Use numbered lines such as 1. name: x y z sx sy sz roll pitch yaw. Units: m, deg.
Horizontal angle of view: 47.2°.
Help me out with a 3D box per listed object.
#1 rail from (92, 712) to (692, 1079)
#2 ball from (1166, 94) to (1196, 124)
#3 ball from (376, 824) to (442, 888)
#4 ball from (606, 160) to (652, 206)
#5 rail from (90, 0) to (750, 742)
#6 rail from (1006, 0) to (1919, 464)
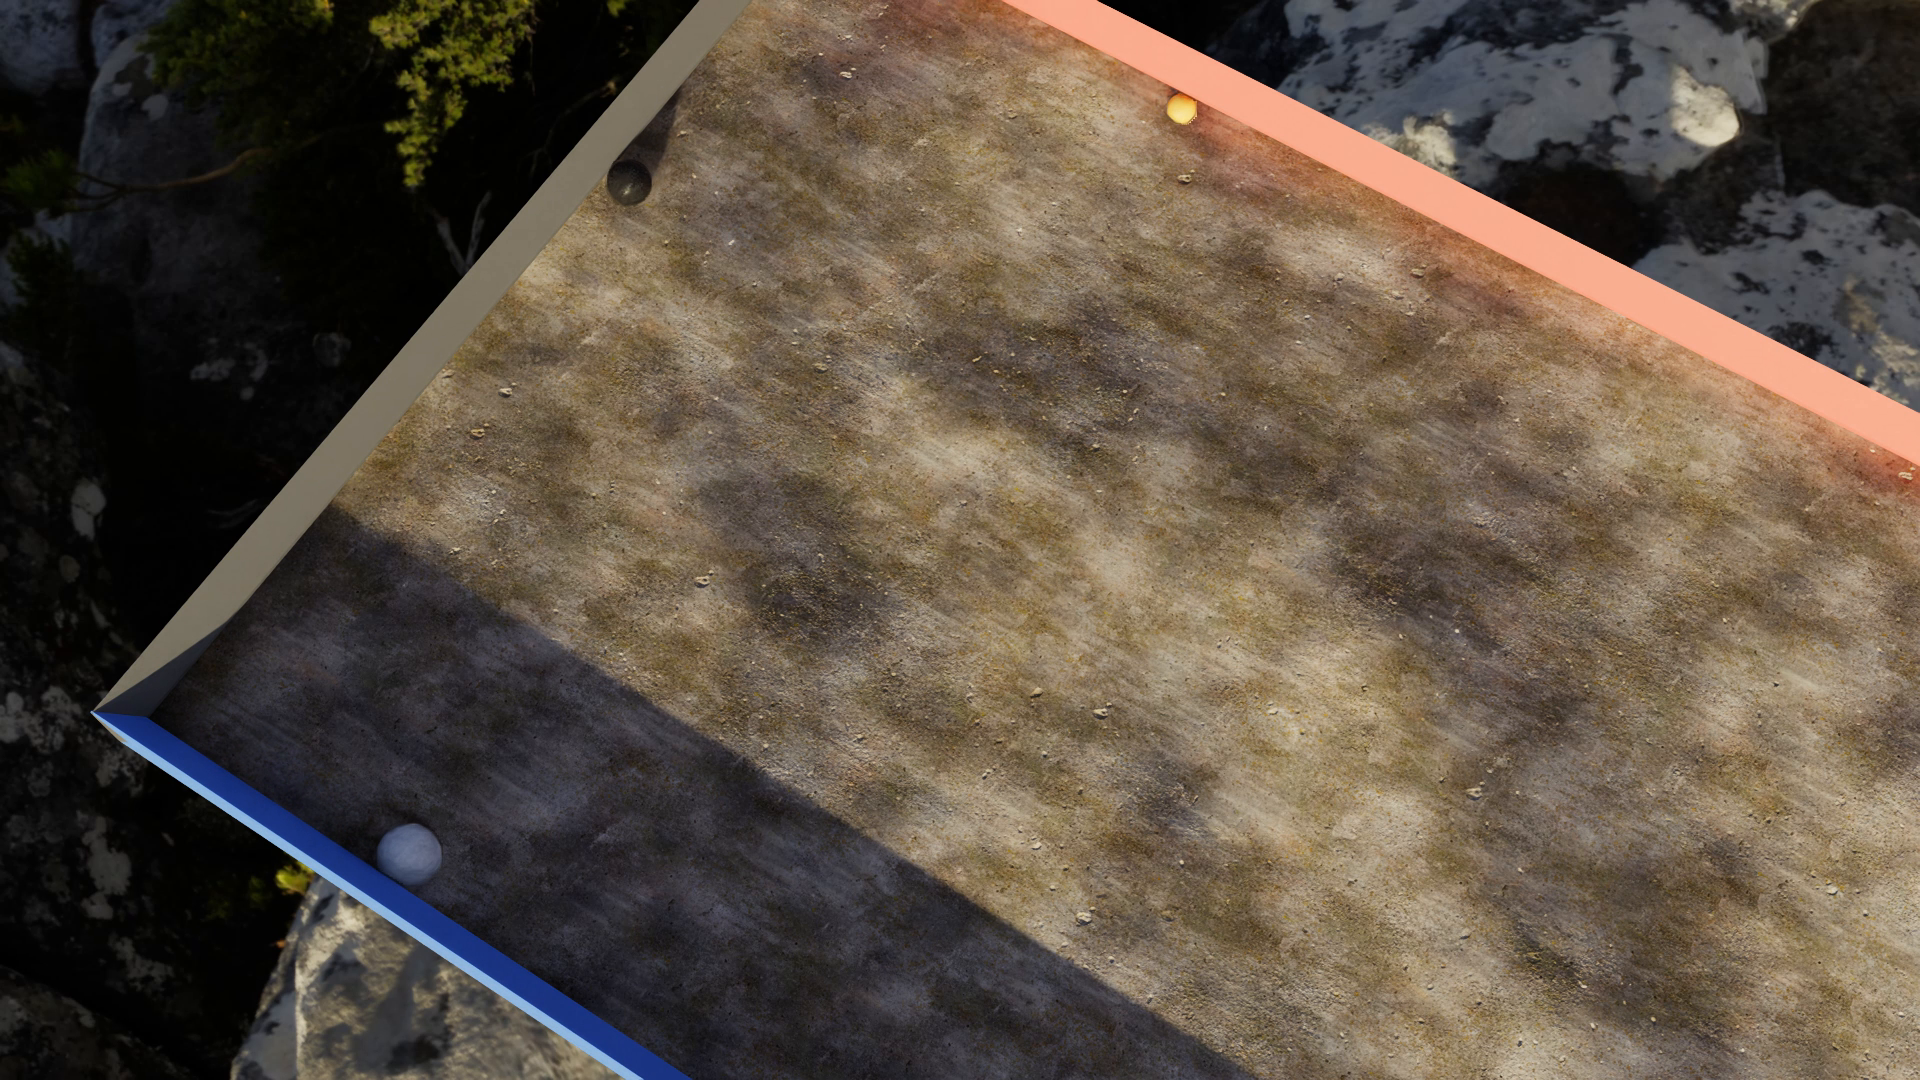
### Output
1. rail: 0.274 1.183 2.985 3.755 0.125 0.045 30 69 13
2. ball: 0.397 -0.773 3.939 0.053 0.053 0.053 0 65 0
3. ball: -0.835 0.477 3.331 0.096 0.096 0.096 0 65 0
4. ball: -0.580 -0.627 3.856 0.080 0.080 0.080 0 65 0
5. rail: -0.772 -0.458 3.751 0.045 0.125 1.981 30 69 13
6. rail: 1.311 -0.296 3.675 3.755 0.125 0.045 30 69 13
